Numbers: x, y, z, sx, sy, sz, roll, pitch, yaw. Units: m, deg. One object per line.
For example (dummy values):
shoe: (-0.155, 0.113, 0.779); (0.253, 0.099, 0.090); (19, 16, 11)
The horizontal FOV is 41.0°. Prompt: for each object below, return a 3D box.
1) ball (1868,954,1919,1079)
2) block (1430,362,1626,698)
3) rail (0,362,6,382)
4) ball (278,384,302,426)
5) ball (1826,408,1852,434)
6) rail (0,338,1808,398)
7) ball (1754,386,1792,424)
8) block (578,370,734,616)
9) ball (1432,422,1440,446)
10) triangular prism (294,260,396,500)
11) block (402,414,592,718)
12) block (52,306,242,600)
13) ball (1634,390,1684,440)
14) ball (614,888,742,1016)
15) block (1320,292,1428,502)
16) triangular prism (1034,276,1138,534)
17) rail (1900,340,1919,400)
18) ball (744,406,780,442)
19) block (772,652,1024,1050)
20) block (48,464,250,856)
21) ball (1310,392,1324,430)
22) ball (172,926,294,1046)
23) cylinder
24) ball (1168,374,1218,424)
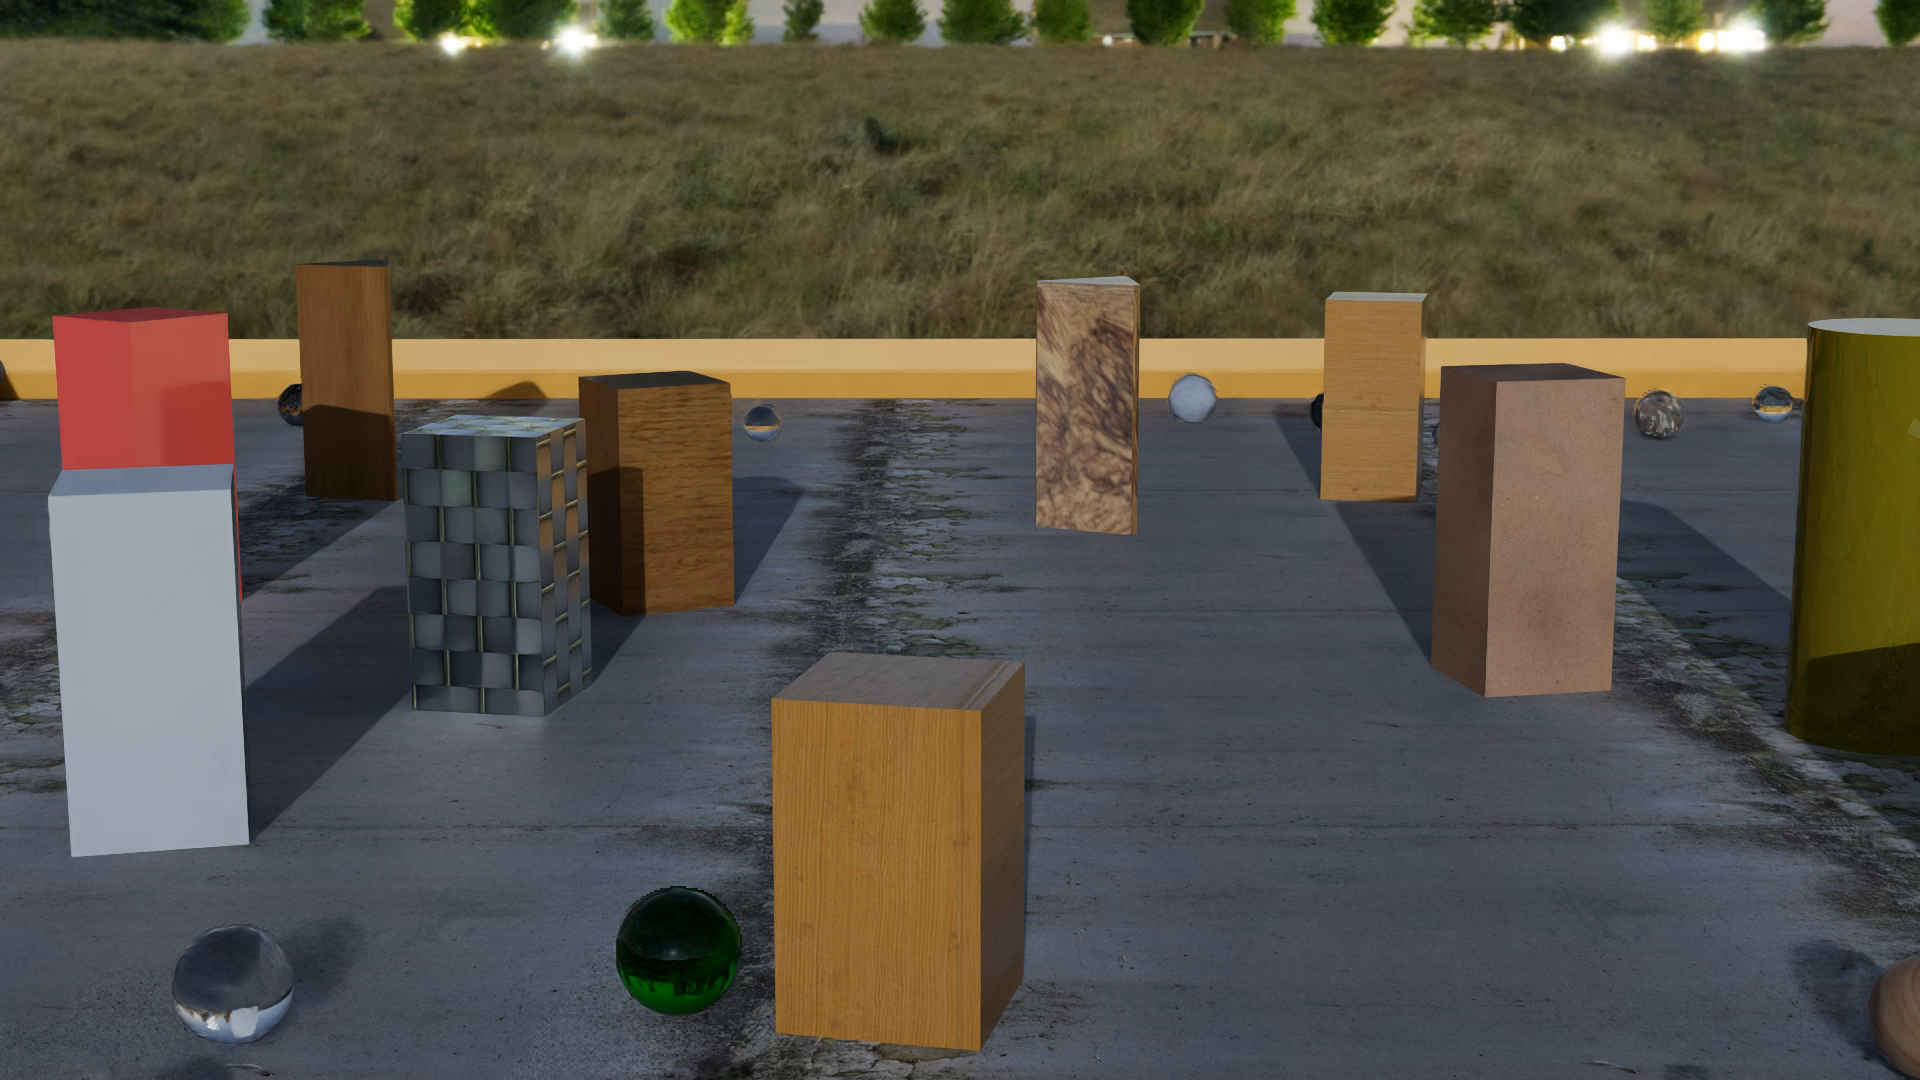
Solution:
ball: (0.708, 0.347, 1.862); (0.093, 0.093, 0.093); (0, 10, 0)
block: (0.674, -0.016, 3.057); (0.160, 0.371, 0.160); (-2, 11, -12)
rail: (-2.104, 0.036, 3.437); (0.045, 0.130, 4.553); (0, 10, 0)
ball: (-1.347, -0.276, 5.239); (0.089, 0.089, 0.089); (0, 10, 0)
ball: (1.764, -0.238, 5.144); (0.050, 0.050, 0.050); (0, 10, 0)
rail: (-0.013, -0.376, 5.664); (4.256, 0.130, 0.045); (0, 10, 0)
ball: (1.679, -0.280, 5.296); (0.077, 0.077, 0.077); (0, 10, 0)
block: (-0.416, -0.067, 3.514); (0.160, 0.306, 0.160); (-5, 12, -27)
ball: (0.936, -0.202, 4.936); (0.055, 0.055, 0.055); (0, 10, 0)
triangular prism: (-1.018, -0.279, 4.412); (0.173, 0.396, 0.150); (3, 11, 16)
block: (-0.533, 0.026, 2.971); (0.160, 0.320, 0.160); (2, 11, 11)
block: (-1.102, -0.108, 3.485); (0.160, 0.397, 0.160); (7, 13, 34)
ball: (1.382, -0.247, 5.066); (0.096, 0.096, 0.096); (0, 10, 0)
ball: (-0.219, 0.320, 1.993); (0.098, 0.098, 0.098); (0, 10, 0)
block: (0.710, -0.247, 4.396); (0.160, 0.340, 0.160); (3, 11, 13)
triangular prism: (0.231, -0.220, 4.106); (0.173, 0.392, 0.150); (5, 12, 26)
rail: (2.104, 0.031, 3.461); (0.045, 0.130, 4.553); (0, 10, 0)
ball: (-0.389, -0.229, 5.032); (0.072, 0.072, 0.072); (0, 10, 0)
block: (-0.045, 0.236, 1.992); (0.160, 0.262, 0.160); (2, 11, 13)
block: (-0.771, 0.110, 2.457); (0.160, 0.341, 0.160); (-3, 11, -14)
ball: (0.748, -0.258, 5.152); (0.086, 0.086, 0.086); (0, 10, 0)
ball: (-0.547, 0.335, 1.933); (0.089, 0.089, 0.089); (0, 10, 0)
cylinder: (1.016, -0.008, 2.799); (0.200, 0.449, 0.200); (0, 10, 0)
ball: (0.480, -0.291, 5.294); (0.100, 0.100, 0.100); (0, 10, 0)
